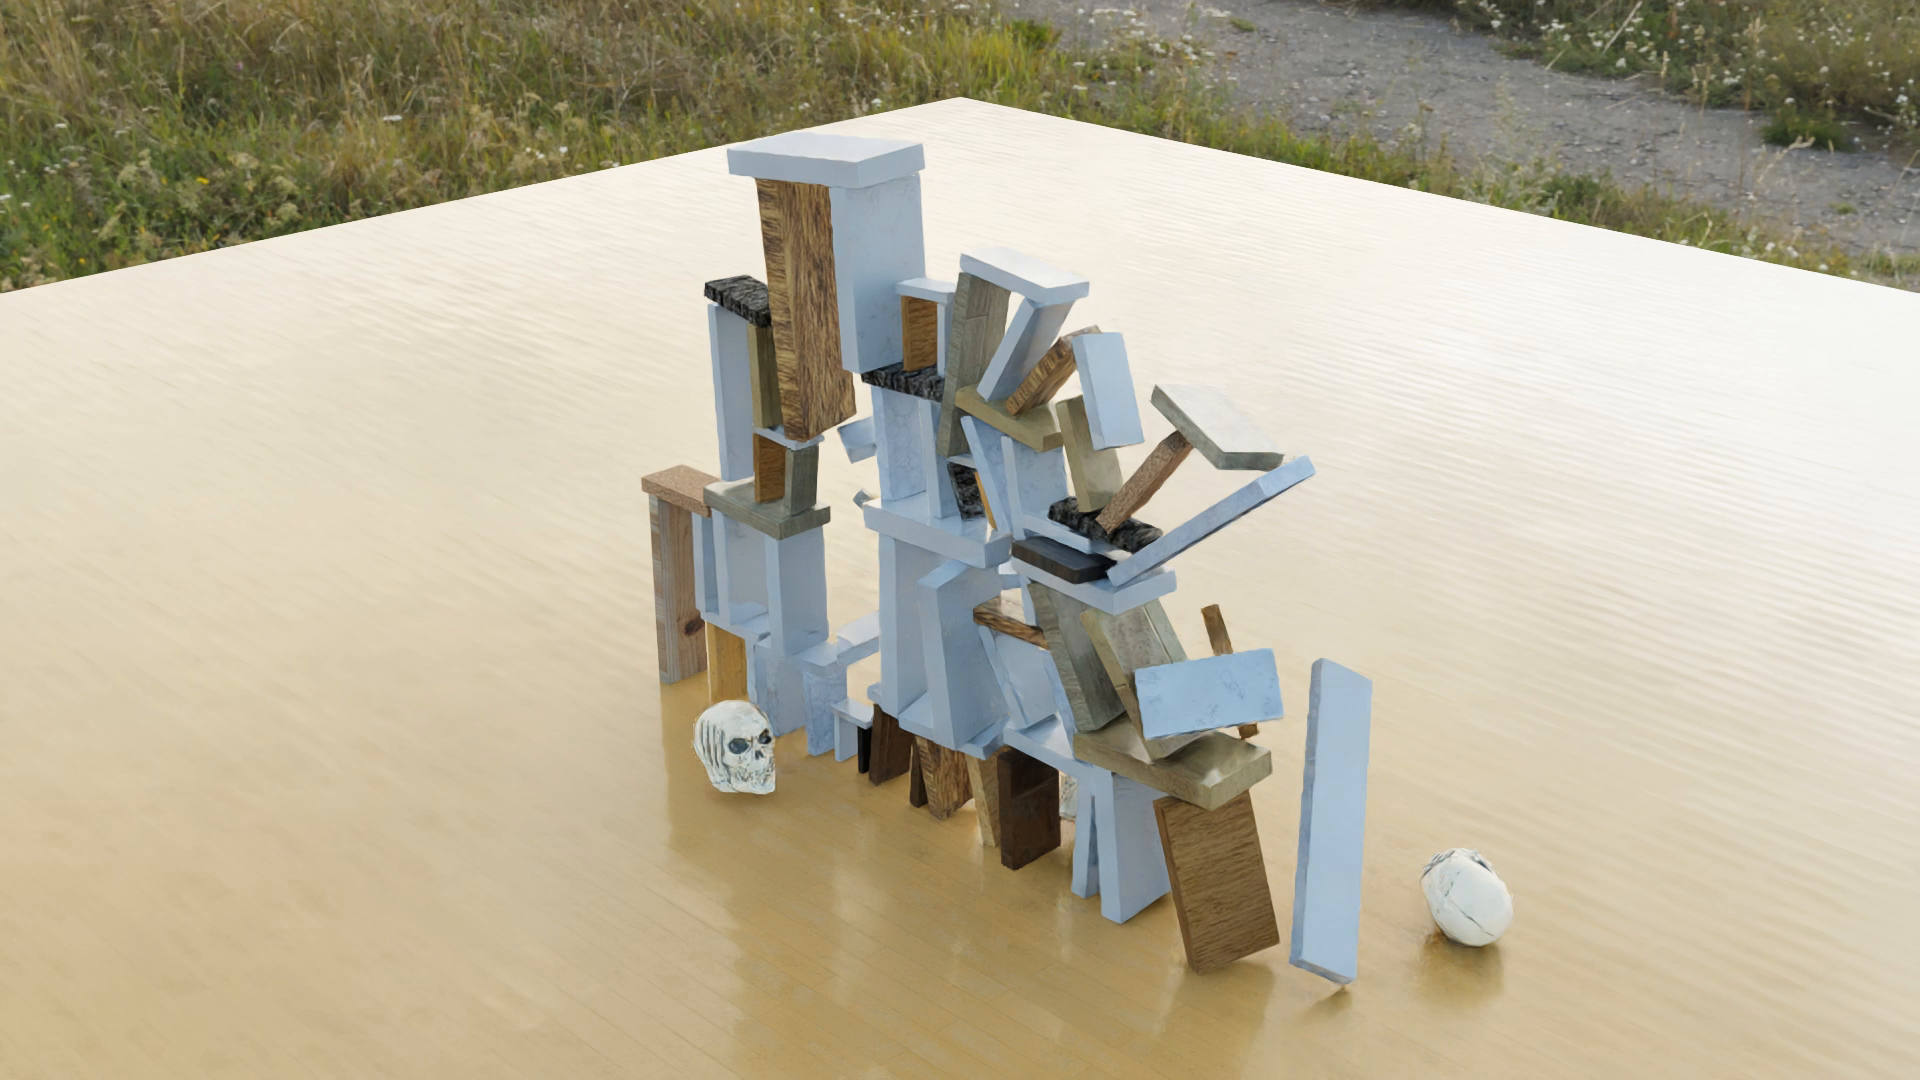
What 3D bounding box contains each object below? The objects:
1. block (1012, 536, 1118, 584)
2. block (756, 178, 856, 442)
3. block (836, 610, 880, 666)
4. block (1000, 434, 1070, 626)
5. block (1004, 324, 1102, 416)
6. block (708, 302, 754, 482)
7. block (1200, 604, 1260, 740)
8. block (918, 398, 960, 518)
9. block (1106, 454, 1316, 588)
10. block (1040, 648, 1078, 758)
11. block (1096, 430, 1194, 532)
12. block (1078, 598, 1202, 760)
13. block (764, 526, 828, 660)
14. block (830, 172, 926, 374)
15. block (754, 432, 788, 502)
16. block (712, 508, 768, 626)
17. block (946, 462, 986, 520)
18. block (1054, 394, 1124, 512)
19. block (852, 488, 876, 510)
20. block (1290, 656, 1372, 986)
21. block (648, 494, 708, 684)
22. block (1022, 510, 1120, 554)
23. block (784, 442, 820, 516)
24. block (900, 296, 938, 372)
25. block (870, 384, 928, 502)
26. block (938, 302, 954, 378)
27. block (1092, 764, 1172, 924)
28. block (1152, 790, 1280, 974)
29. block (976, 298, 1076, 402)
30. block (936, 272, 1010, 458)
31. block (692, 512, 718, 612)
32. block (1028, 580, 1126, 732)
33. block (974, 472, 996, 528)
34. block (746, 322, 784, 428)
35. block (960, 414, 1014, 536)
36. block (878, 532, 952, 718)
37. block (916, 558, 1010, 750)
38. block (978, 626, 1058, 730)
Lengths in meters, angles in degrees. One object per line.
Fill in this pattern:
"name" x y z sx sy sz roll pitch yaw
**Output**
"block" 0.182 0.033 3.858 0.092 0.026 0.184 -11 22 -34
"block" -0.304 -0.480 4.388 0.050 0.540 0.178 11 27 32
"block" -0.147 0.178 4.605 0.235 0.033 0.117 -25 24 10
"block" 0.152 -0.028 4.034 0.114 0.355 0.032 -16 15 -34
"block" 0.167 -0.302 3.913 0.099 0.199 0.028 -24 72 -43
"block" -0.462 -0.317 4.617 0.107 0.383 0.030 -16 24 -34
"block" 0.489 0.237 3.990 0.034 0.121 0.242 -18 35 6
"block" -0.013 -0.168 4.164 0.115 0.230 0.033 -20 23 -38
"block" 0.406 -0.027 3.618 0.119 0.034 0.447 -25 -6 -35
"block" 0.224 0.287 4.086 0.030 0.210 0.105 -10 10 46
"block" 0.331 -0.114 3.764 0.034 0.238 0.119 47 48 8
"block" 0.335 0.227 3.883 0.144 0.287 0.041 -28 3 -34
"block" -0.341 0.101 4.608 0.038 0.277 0.134 19 31 38
"block" -0.149 -0.509 4.168 0.178 0.355 0.050 -20 26 -37
"block" -0.391 -0.156 4.567 0.074 0.148 0.021 -14 27 -32
"block" -0.462 0.039 4.740 0.134 0.267 0.038 -23 32 -40
"block" 0.015 -0.099 4.148 0.054 0.109 0.015 -19 5 -35
"block" 0.231 -0.157 3.879 0.028 0.199 0.099 -8 8 45
"block" -0.133 -0.027 4.571 0.212 0.030 0.106 41 2 -3
"block" 0.684 0.506 4.032 0.121 0.034 0.616 25 54 -21
"block" -0.632 0.097 4.946 0.115 0.457 0.033 -21 31 -41
"block" 0.205 -0.016 3.932 0.092 0.026 0.184 -5 19 -37
"block" -0.325 -0.129 4.506 0.021 0.148 0.074 28 36 34
"block" -0.076 -0.397 4.157 0.072 0.143 0.020 -19 27 -39
"block" -0.110 -0.201 4.268 0.115 0.230 0.033 -20 24 -39
"block" -0.008 -0.378 4.090 0.072 0.143 0.020 -16 25 -39
"block" 0.325 0.530 4.078 0.046 0.328 0.164 17 32 41
"block" 0.457 0.592 3.912 0.164 0.328 0.046 -18 17 -15
"block" 0.118 -0.349 3.950 0.110 0.220 0.031 -18 56 -43
"block" 0.026 -0.329 4.055 0.110 0.355 0.031 -17 35 -41
"block" -0.526 0.033 4.803 0.033 0.230 0.115 22 31 40
"block" 0.229 0.188 4.002 0.041 0.287 0.144 -11 13 46
"block" 0.063 -0.081 4.088 0.015 0.109 0.054 -11 9 39
"block" -0.374 -0.344 4.480 0.107 0.214 0.030 -17 24 -37
"block" 0.089 -0.132 4.060 0.114 0.228 0.032 -18 -1 -37
"block" -0.075 0.147 4.364 0.177 0.389 0.050 -20 30 -38
"block" 0.011 0.203 4.175 0.050 0.354 0.177 17 36 38
"block" 0.114 0.243 4.175 0.105 0.210 0.030 -24 5 -43
